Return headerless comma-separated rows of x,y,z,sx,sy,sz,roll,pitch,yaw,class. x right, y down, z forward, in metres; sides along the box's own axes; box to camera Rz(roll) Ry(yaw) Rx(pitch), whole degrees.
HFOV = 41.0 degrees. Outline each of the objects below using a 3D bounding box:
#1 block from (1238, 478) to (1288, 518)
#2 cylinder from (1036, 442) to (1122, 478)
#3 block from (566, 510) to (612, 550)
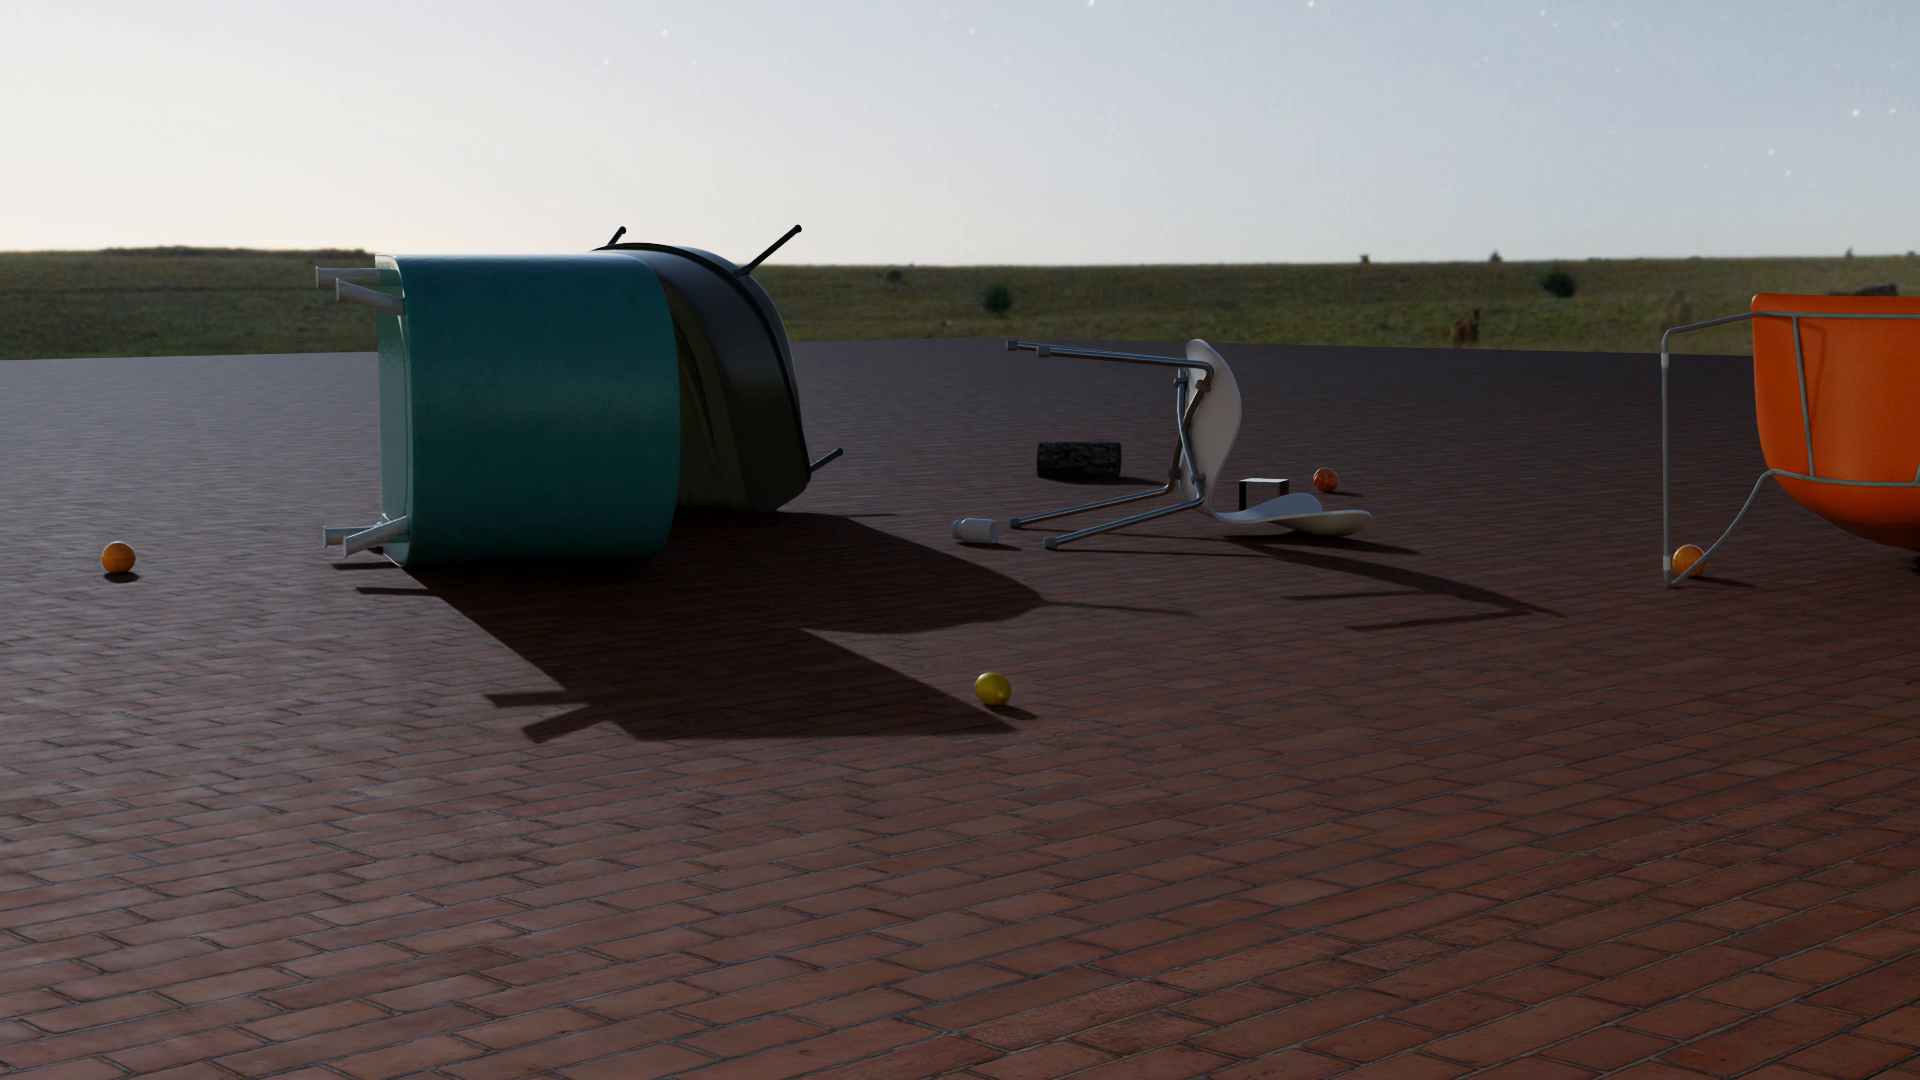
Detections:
0.837,-0.116,7.062,0.110,0.097,0.101,3,6,24,block
0.392,-0.265,8.433,0.261,0.111,0.144,1,17,10,cylinder
-0.905,-0.026,6.247,0.076,0.085,0.080,5,8,39,block
